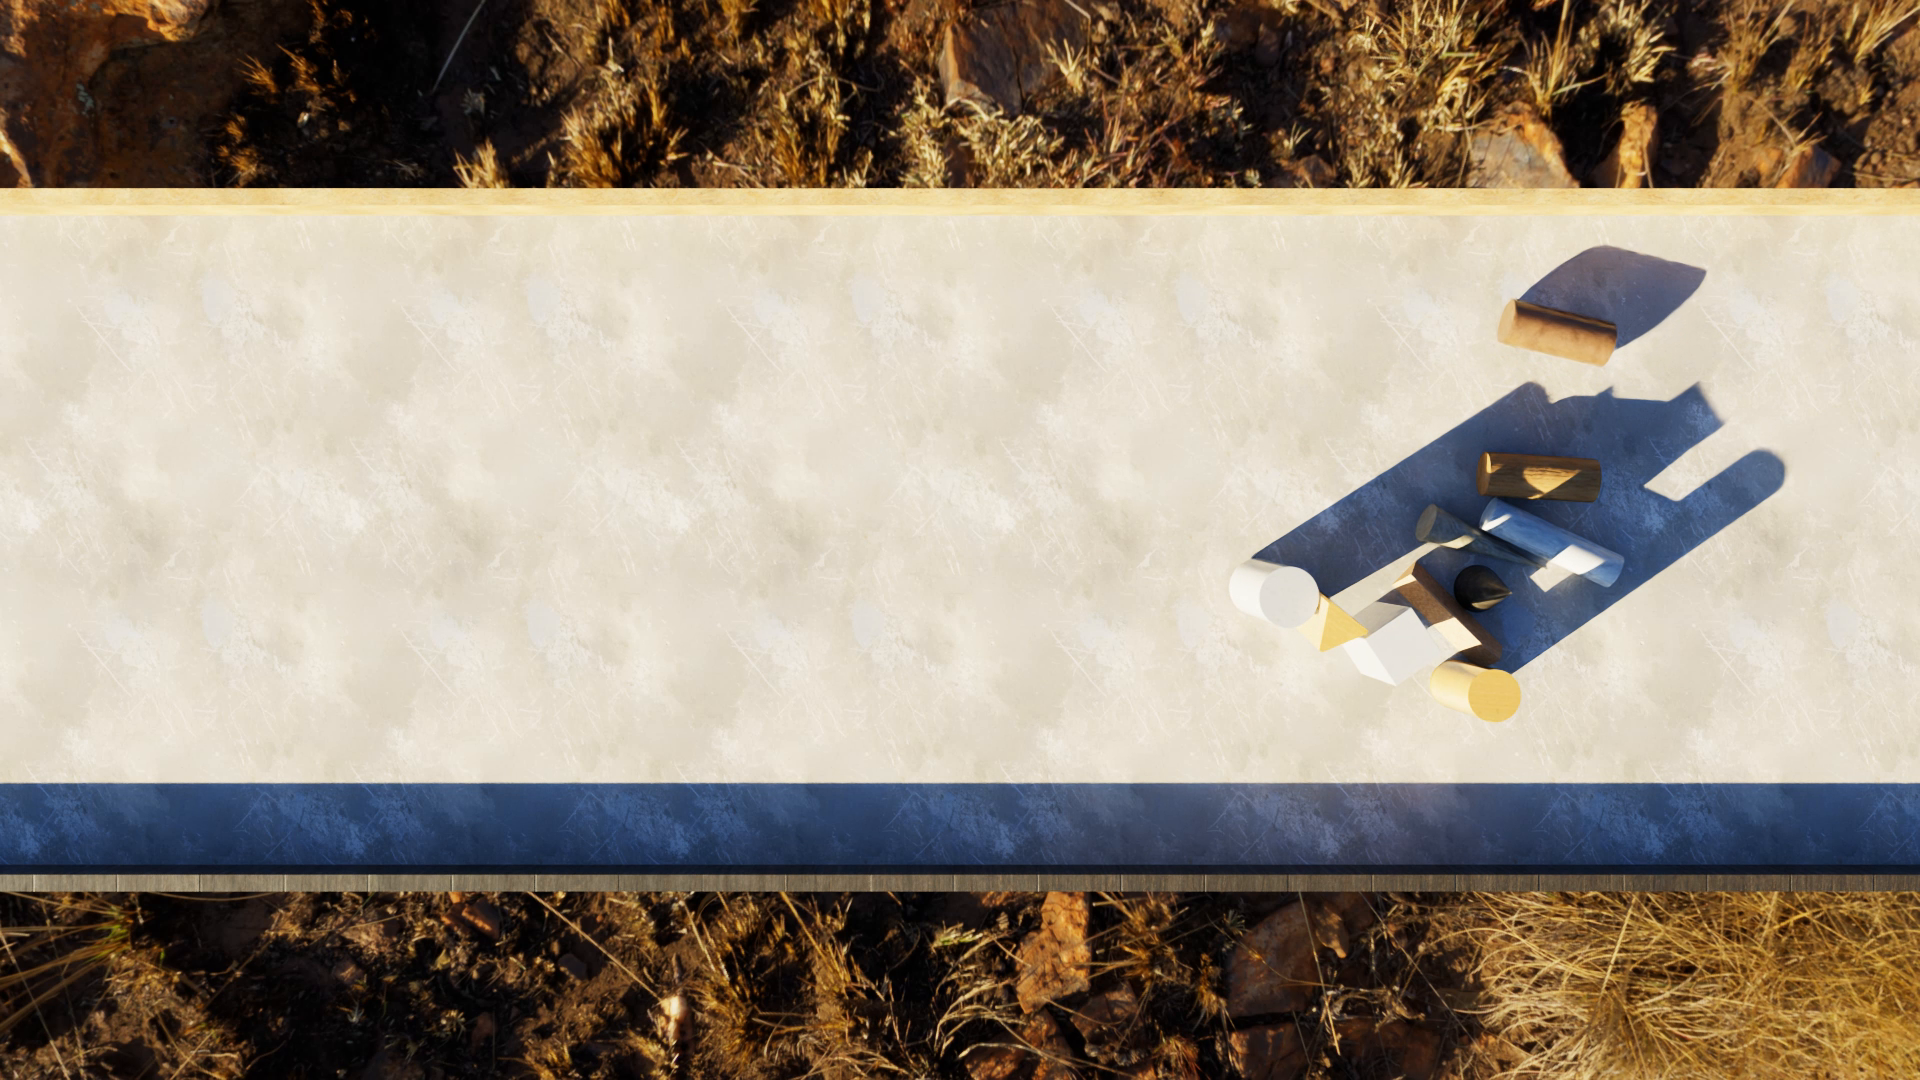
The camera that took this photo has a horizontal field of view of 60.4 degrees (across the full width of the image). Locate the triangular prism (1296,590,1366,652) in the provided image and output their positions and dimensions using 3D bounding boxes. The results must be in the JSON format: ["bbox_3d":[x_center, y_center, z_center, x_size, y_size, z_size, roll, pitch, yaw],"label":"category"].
[{"bbox_3d":[1.059,0.192,4.883,0.148,0.365,0.128,-23,105,0],"label":"triangular prism"}]

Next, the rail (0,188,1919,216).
[{"bbox_3d":[-2.247,-1.025,5.002,12.000,0.150,0.050,0,90,0],"label":"rail"}]

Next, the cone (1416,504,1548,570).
[{"bbox_3d":[1.616,0.018,5.047,0.425,0.118,0.118,20,90,-8],"label":"cone"}]

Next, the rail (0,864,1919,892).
[{"bbox_3d":[-2.247,1.025,5.001,12.000,0.150,0.050,0,90,0],"label":"rail"}]

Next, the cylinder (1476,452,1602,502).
[{"bbox_3d":[1.756,-0.191,5.009,0.334,0.134,0.134,4,90,0],"label":"cylinder"}]

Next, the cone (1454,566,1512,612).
[{"bbox_3d":[1.593,0.152,4.915,0.147,0.322,0.147,0,91,0],"label":"cone"}]

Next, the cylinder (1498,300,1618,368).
[{"bbox_3d":[1.812,-0.627,5.009,0.314,0.136,0.136,13,90,0],"label":"cylinder"}]

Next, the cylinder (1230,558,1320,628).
[{"bbox_3d":[0.931,0.155,4.907,0.179,0.319,0.179,0,94,-6],"label":"cylinder"}]

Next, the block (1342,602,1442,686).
[{"bbox_3d":[1.258,0.301,4.876,0.160,0.399,0.160,-34,90,0],"label":"block"}]

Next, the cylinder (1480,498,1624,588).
[{"bbox_3d":[1.800,0.007,5.022,0.422,0.107,0.107,25,90,0],"label":"cylinder"}]

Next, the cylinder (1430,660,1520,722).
[{"bbox_3d":[1.521,0.444,4.884,0.152,0.384,0.152,0,90,0],"label":"cylinder"}]

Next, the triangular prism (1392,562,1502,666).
[{"bbox_3d":[1.498,0.232,5.030,0.374,0.088,0.101,44,90,0],"label":"triangular prism"}]
